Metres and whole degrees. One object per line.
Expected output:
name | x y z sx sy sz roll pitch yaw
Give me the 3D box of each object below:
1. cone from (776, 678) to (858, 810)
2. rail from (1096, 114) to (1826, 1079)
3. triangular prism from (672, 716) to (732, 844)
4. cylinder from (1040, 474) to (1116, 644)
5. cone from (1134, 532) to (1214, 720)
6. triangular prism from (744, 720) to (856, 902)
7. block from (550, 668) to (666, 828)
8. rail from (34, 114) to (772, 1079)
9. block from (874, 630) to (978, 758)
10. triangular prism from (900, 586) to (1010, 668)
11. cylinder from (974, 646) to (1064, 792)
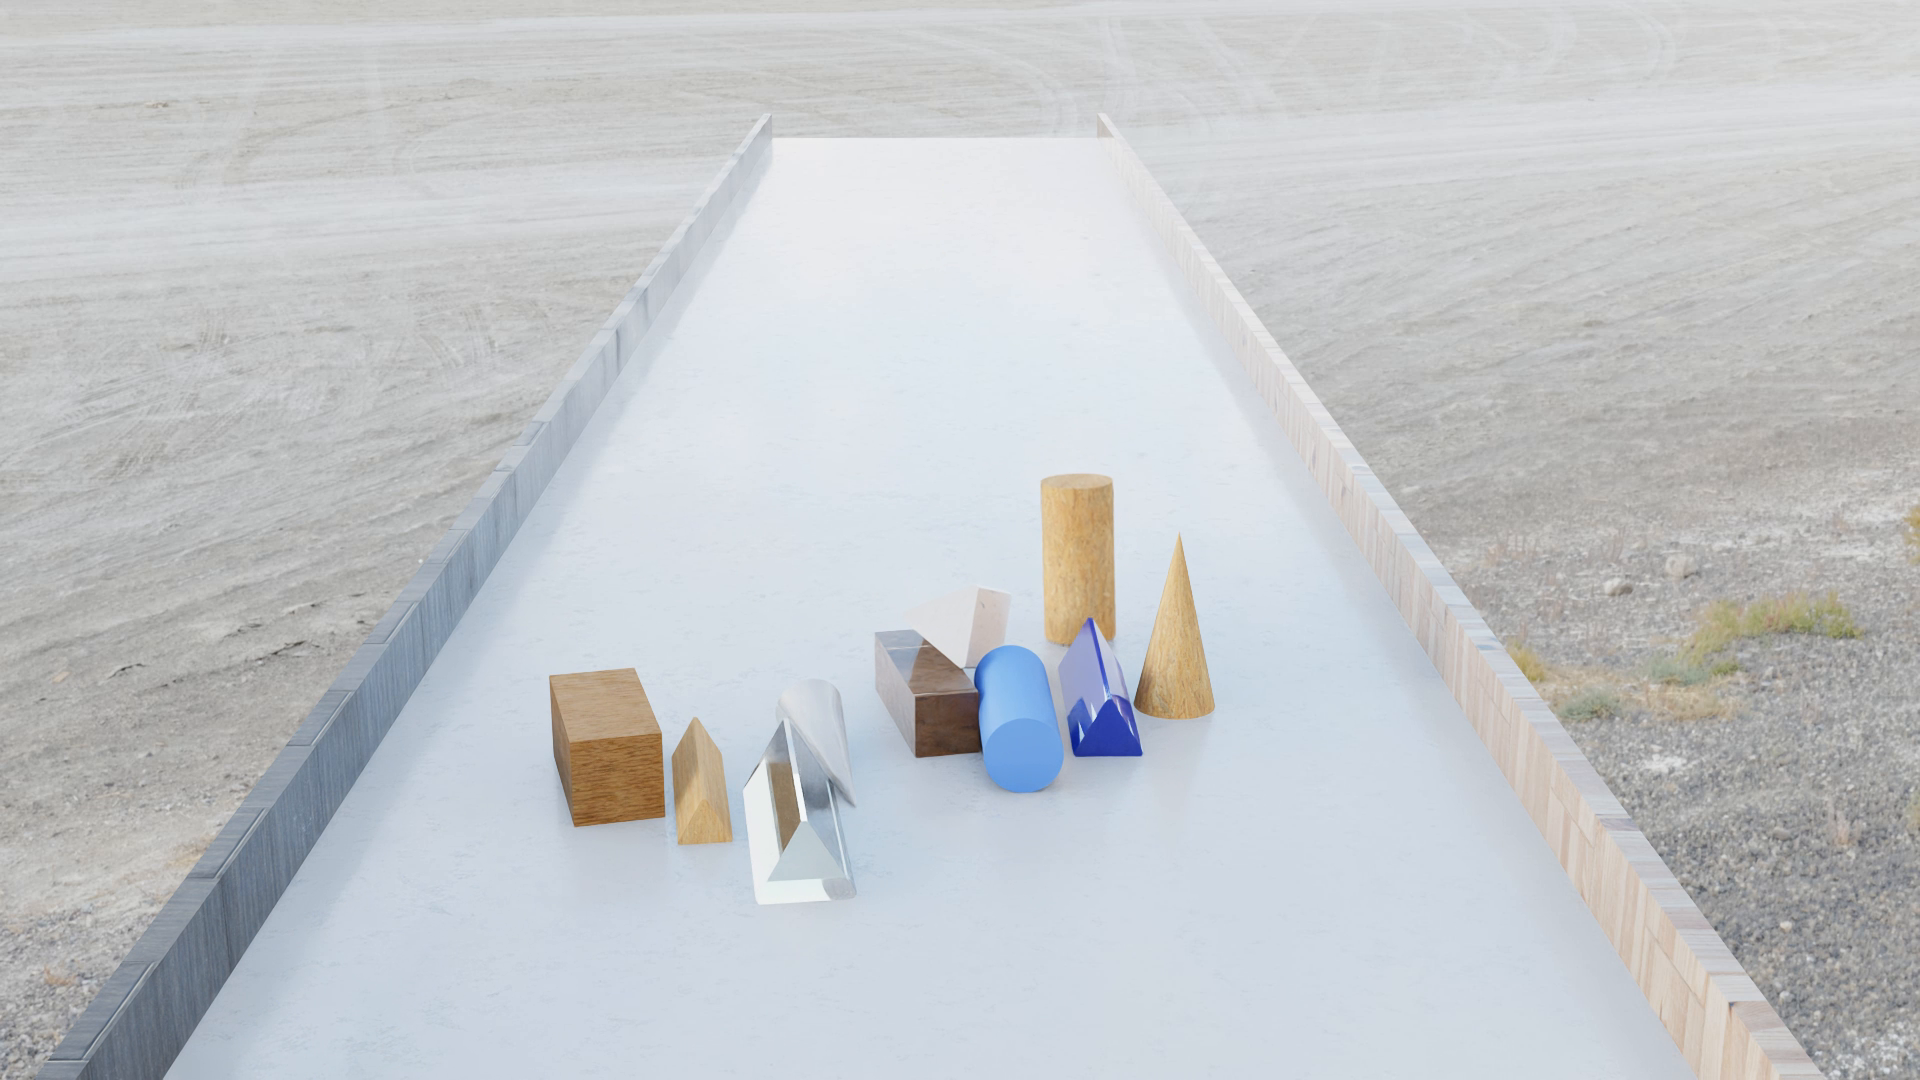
cone | -0.223 0.380 3.841 0.125 0.125 0.337 -5 28 -17
rail | 0.932 -0.844 7.801 0.050 0.150 12.000 0 17 -1
triangular prism | -0.441 0.402 3.734 0.088 0.076 0.371 -3 17 -8
cylinder | 0.243 0.038 4.513 0.148 0.325 0.148 -2 13 0
cone | 0.407 0.147 4.126 0.155 0.345 0.155 0 17 0
triangular prism | -0.265 0.426 3.551 0.152 0.131 0.432 -3 17 -8
block | -0.609 0.351 3.781 0.151 0.151 0.329 -5 17 -15
rail | -1.118 -0.838 7.780 0.050 0.150 12.000 0 17 -1
block | -0.066 0.279 4.085 0.116 0.116 0.364 -4 17 -13
triangular prism | 0.024 0.145 4.198 0.154 0.133 0.357 40 4 11
cylinder | 0.102 0.314 3.929 0.137 0.137 0.375 -1 17 -2
